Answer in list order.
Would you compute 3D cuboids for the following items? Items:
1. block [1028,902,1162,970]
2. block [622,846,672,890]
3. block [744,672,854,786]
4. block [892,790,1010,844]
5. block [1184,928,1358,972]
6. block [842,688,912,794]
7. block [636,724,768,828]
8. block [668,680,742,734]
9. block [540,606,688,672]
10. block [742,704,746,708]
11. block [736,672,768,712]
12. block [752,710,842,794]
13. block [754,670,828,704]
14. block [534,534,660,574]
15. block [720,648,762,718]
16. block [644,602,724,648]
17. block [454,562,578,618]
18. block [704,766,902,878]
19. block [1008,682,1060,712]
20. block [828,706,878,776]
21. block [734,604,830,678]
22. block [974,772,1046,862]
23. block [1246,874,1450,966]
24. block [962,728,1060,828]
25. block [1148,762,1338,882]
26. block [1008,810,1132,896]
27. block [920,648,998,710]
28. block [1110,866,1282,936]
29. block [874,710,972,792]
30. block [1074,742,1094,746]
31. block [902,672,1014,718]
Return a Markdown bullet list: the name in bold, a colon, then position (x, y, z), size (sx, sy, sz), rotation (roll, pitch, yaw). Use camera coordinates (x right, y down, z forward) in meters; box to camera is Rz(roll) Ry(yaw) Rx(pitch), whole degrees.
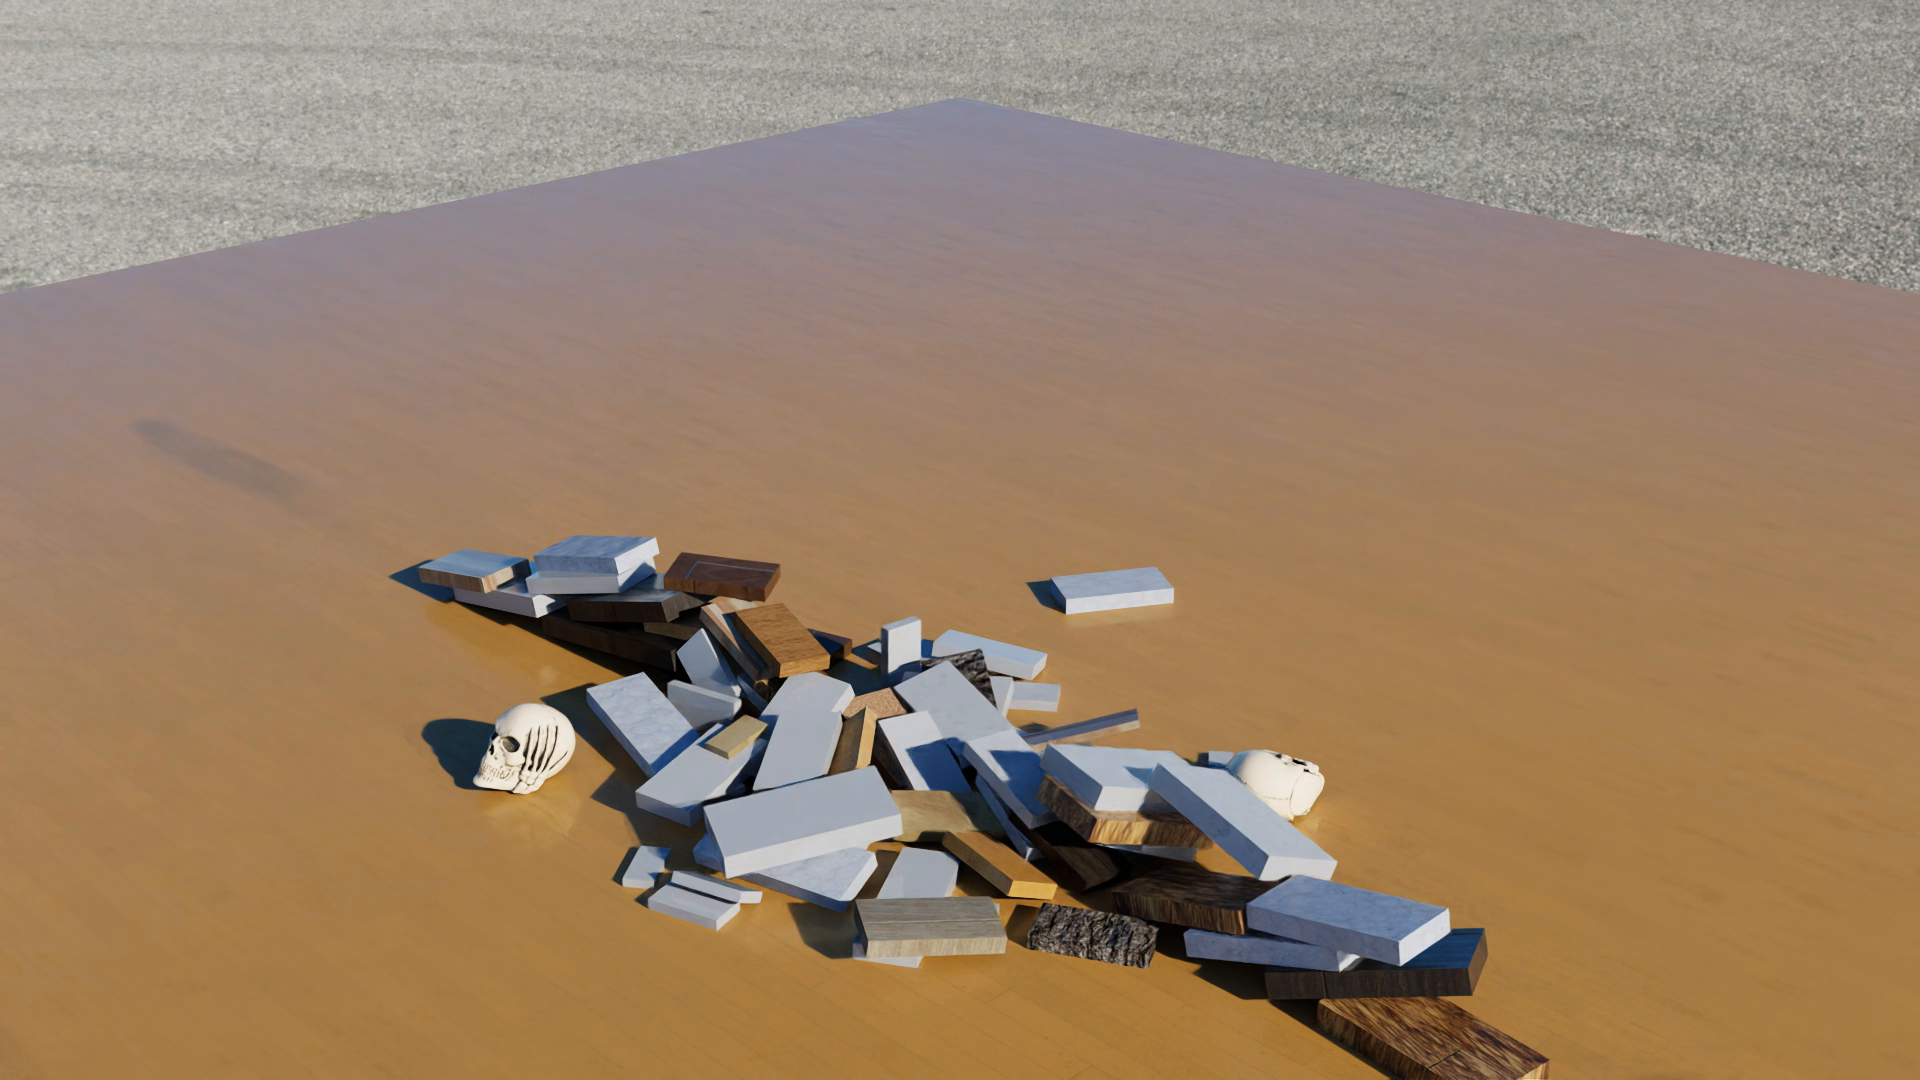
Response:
- **block**: position (0.246, 0.722, 4.018), size (0.224, 0.032, 0.112), rotation (7, 24, 16)
- **block**: position (-0.604, 0.632, 4.249), size (0.062, 0.017, 0.123), rotation (3, 23, 8)
- **block**: position (-0.356, 0.398, 4.608), size (0.141, 0.040, 0.282), rotation (16, 55, 29)
- **block**: position (-0.018, 0.549, 4.369), size (0.231, 0.033, 0.116), rotation (2, 34, -8)
- **block**: position (0.571, 0.702, 3.903), size (0.311, 0.044, 0.156), rotation (-3, 12, 39)
- **block**: position (-0.139, 0.426, 4.614), size (0.141, 0.040, 0.282), rotation (-14, 42, -30)
- **block**: position (-0.519, 0.475, 4.466), size (0.136, 0.039, 0.272), rotation (16, 35, 28)
- **block**: position (-0.556, 0.370, 4.770), size (0.182, 0.091, 0.026), rotation (14, 22, 29)
- **block**: position (-0.752, 0.205, 5.091), size (0.480, 0.050, 0.176), rotation (11, 28, 42)
- **block**: position (-0.480, 0.336, 4.895), size (0.137, 0.019, 0.068), rotation (28, 36, 25)
- **block**: position (-0.362, 0.359, 4.776), size (0.124, 0.035, 0.248), rotation (-20, 47, -39)
- **block**: position (-0.327, 0.438, 4.458), size (0.128, 0.036, 0.256), rotation (0, 32, 10)
- **block**: position (-0.301, 0.364, 4.726), size (0.141, 0.040, 0.282), rotation (-20, 48, -39)
- **block**: position (-0.858, 0.033, 5.182), size (0.276, 0.039, 0.138), rotation (2, 21, 37)
- **block**: position (-0.467, 0.298, 4.882), size (0.248, 0.035, 0.124), rotation (40, 44, 24)
- **block**: position (-0.584, 0.184, 4.957), size (0.248, 0.035, 0.124), rotation (9, 26, 39)
- **block**: position (-1.059, 0.114, 5.335), size (0.353, 0.050, 0.176), rotation (8, 25, 45)
- **block**: position (-0.303, 0.540, 4.232), size (0.347, 0.049, 0.174), rotation (-12, 30, -15)
- **block**: position (0.135, 0.348, 4.910), size (0.172, 0.024, 0.086), rotation (3, 24, 8)
- **block**: position (-0.232, 0.448, 4.490), size (0.116, 0.033, 0.231), rotation (-37, 23, 23)
- **block**: position (-0.386, 0.215, 4.746), size (0.117, 0.033, 0.235), rotation (-9, 32, -29)
- **block**: position (0.133, 0.538, 4.362), size (0.118, 0.033, 0.236), rotation (-5, 37, -27)
- **block**: position (0.668, 0.654, 3.801), size (0.311, 0.044, 0.156), rotation (7, 18, 43)
- **block**: position (0.121, 0.469, 4.336), size (0.118, 0.033, 0.236), rotation (-12, 41, -34)
- **block**: position (0.525, 0.528, 4.110), size (0.176, 0.050, 0.352), rotation (10, 17, -36)
- **block**: position (0.213, 0.584, 4.257), size (0.118, 0.033, 0.236), rotation (-14, 41, -36)
- **block**: position (0.005, 0.348, 4.735), size (0.137, 0.039, 0.274), rotation (-12, 37, -2)
- **block**: position (0.444, 0.657, 4.027), size (0.156, 0.044, 0.311), rotation (-16, 11, -41)
- **block**: position (-0.074, 0.457, 4.515), size (0.116, 0.033, 0.231), rotation (-10, 50, -27)
- **block**: position (0.195, 0.487, 4.549), size (0.120, 0.034, 0.240), rotation (-1, 22, 18)
- **block**: position (-0.014, 0.346, 4.807), size (0.244, 0.035, 0.122), rotation (2, 37, 14)
